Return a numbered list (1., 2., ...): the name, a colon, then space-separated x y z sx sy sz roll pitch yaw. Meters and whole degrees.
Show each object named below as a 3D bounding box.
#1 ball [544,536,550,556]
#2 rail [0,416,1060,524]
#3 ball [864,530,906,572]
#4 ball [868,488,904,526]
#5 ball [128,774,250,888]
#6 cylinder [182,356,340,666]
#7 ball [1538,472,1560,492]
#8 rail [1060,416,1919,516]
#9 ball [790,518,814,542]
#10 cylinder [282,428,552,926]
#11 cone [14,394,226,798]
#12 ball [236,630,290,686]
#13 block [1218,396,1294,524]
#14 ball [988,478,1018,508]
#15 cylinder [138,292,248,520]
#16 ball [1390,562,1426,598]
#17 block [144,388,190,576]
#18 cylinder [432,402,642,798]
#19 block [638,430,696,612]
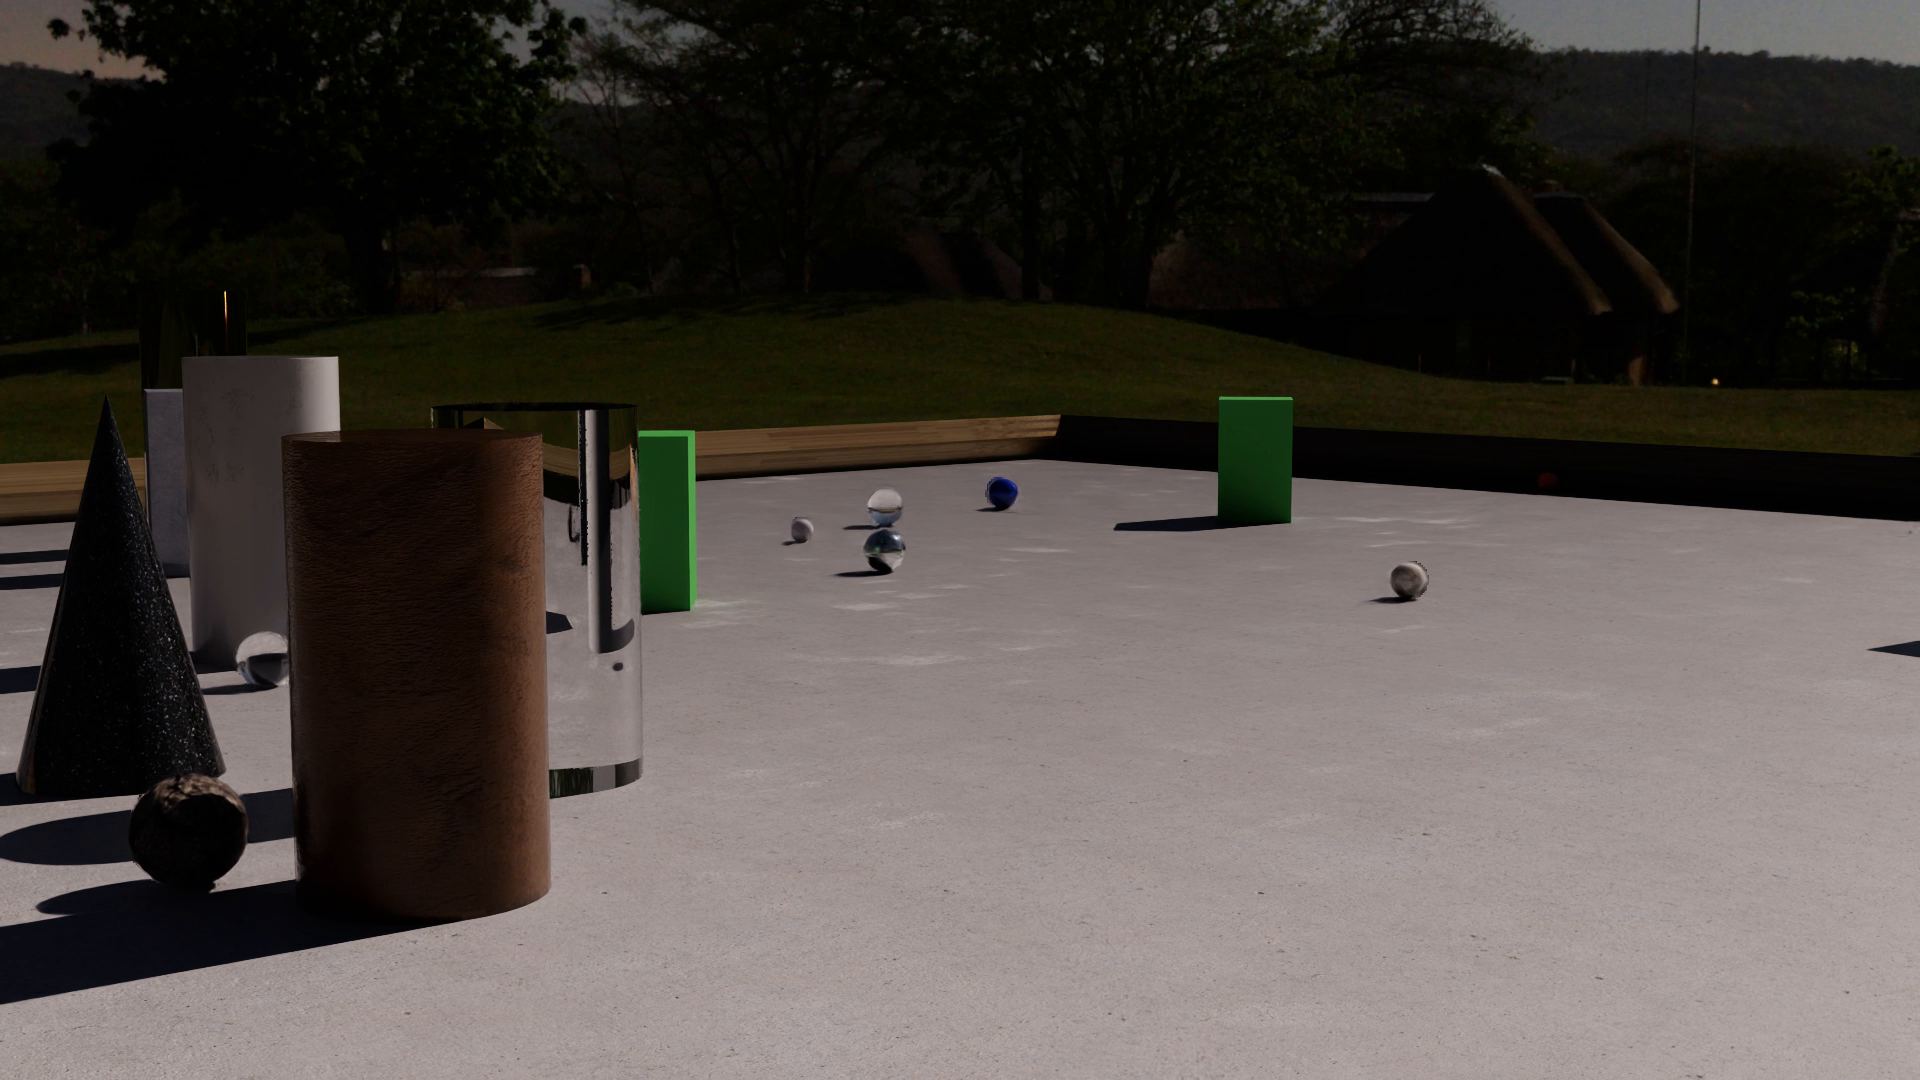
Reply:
1. ball: -0.750 0.012 3.909 0.044 0.044 0.044 0 6 0
2. rail: -1.491 -0.137 4.939 4.923 0.123 0.045 -6 8 -42
3. ball: -0.128 0.019 3.720 0.071 0.071 0.071 0 6 0
4. ball: -0.152 -0.068 4.511 0.076 0.076 0.076 0 6 0
5. ball: -0.594 0.224 1.695 0.088 0.088 0.088 0 6 0
6. cylinder: -0.887 -0.042 2.811 0.190 0.383 0.190 0 6 0
7. ball: 1.427 -0.140 5.332 0.049 0.049 0.049 0 6 0
8. rail: 1.791 -0.141 4.976 0.045 0.123 4.443 -6 8 -42
9. ball: -0.301 -0.018 4.195 0.045 0.045 0.045 0 6 0
10. cylinder: -0.410 0.095 1.667 0.190 0.350 0.190 0 6 0
11. cone: -0.801 0.043 2.082 0.190 0.366 0.190 0 6 0
12. ball: -0.820 0.140 2.593 0.066 0.066 0.066 0 6 0
13. block: 0.622 -0.171 4.640 0.152 0.255 0.152 1 6 7
14. ball: 0.097 -0.104 4.895 0.067 0.067 0.067 0 6 0
15. cylinder: -1.424 -0.225 4.103 0.190 0.474 0.190 0 6 0
16. ball: 0.689 0.062 3.380 0.055 0.055 0.055 0 6 0
17. block: -1.297 -0.101 3.735 0.152 0.306 0.152 -2 7 -22
18. cylinder: -0.398 0.050 2.081 0.190 0.352 0.190 0 6 0
19. block: -0.478 -0.031 3.303 0.152 0.258 0.152 0 6 -3
